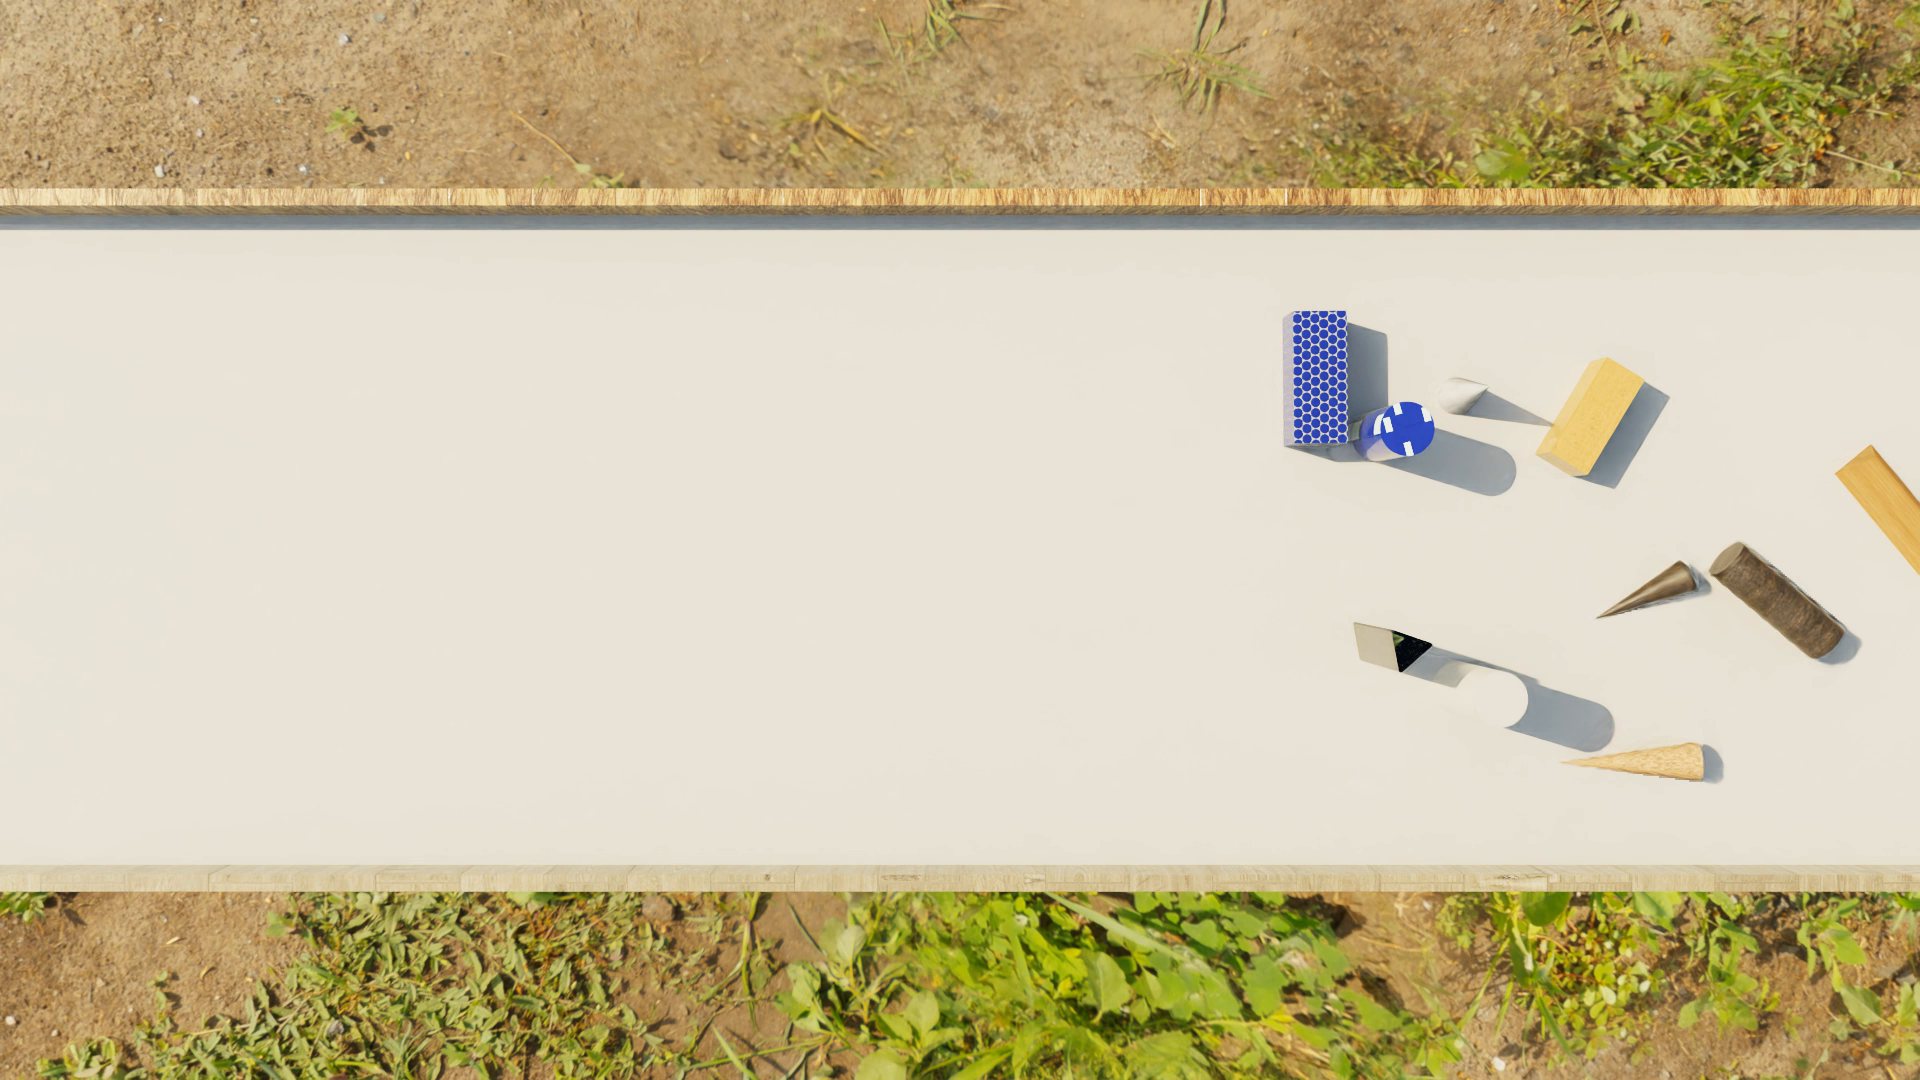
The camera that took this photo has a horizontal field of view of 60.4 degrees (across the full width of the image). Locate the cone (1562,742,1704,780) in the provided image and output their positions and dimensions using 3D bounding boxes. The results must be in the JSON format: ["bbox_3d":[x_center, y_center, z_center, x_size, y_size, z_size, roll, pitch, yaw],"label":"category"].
[{"bbox_3d":[2.043,0.679,5.048,0.409,0.116,0.116,-2,90,8],"label":"cone"}]

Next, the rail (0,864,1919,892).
[{"bbox_3d":[-2.247,1.025,5.001,12.000,0.150,0.050,0,90,0],"label":"rail"}]

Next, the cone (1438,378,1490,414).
[{"bbox_3d":[1.528,-0.443,4.914,0.116,0.325,0.116,0,90,0],"label":"cone"}]

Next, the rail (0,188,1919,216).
[{"bbox_3d":[-2.247,-1.025,5.002,12.000,0.150,0.050,0,90,0],"label":"rail"}]

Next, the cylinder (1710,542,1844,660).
[{"bbox_3d":[2.480,0.184,5.011,0.397,0.131,0.131,40,90,0],"label":"cylinder"}]

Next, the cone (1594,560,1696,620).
[{"bbox_3d":[2.084,0.176,5.051,0.306,0.102,0.102,-28,90,10],"label":"cone"}]

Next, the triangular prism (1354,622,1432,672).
[{"bbox_3d":[1.246,0.293,4.851,0.120,0.451,0.104,-41,90,0],"label":"triangular prism"}]

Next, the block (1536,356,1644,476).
[{"bbox_3d":[1.911,-0.373,5.010,0.132,0.132,0.333,31,90,0],"label":"block"}]

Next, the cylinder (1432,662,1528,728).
[{"bbox_3d":[1.533,0.453,4.879,0.160,0.396,0.160,0,90,0],"label":"cylinder"}]

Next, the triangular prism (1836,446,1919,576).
[{"bbox_3d":[2.891,-0.072,5.012,0.142,0.123,0.458,-40,90,0],"label":"triangular prism"}]

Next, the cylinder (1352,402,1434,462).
[{"bbox_3d":[1.283,-0.319,4.904,0.157,0.344,0.157,0,90,0],"label":"cylinder"}]

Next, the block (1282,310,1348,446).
[{"bbox_3d":[1.074,-0.486,4.996,0.161,0.161,0.394,-1,90,0],"label":"block"}]
